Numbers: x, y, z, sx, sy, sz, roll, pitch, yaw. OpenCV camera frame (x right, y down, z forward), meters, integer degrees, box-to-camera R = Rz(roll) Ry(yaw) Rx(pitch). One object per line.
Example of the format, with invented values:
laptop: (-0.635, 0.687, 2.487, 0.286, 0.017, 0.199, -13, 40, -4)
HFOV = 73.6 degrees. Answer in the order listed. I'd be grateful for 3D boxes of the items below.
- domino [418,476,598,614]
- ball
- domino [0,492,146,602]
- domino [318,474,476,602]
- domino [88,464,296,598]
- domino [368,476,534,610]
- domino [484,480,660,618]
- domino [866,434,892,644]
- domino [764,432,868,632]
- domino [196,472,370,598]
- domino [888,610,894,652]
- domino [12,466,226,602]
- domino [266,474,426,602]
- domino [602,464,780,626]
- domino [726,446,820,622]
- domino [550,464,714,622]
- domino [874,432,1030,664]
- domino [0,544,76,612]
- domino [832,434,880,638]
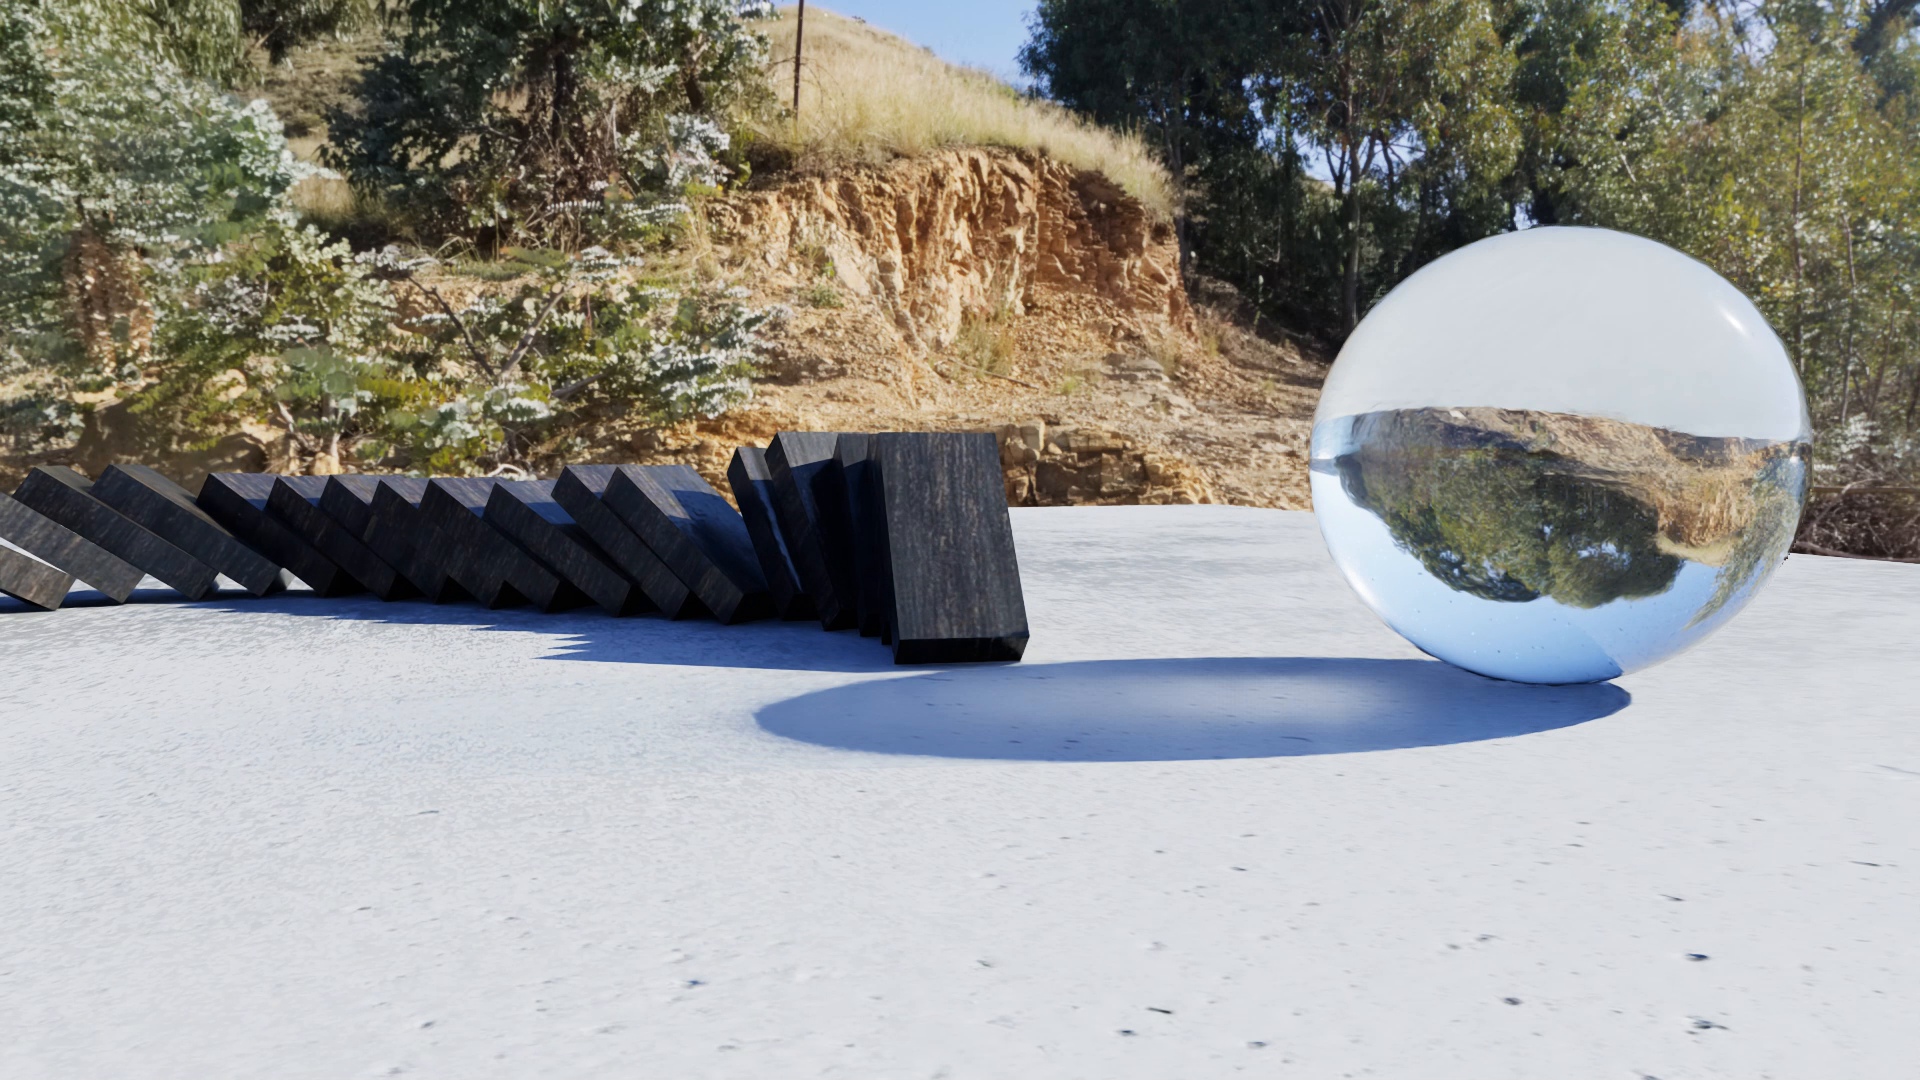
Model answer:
domino: (-0.115, 0.000, 0.339, 0.050, 0.009, 0.025, 34, 17, 20)
ball: (0.103, -0.014, 0.226, 0.080, 0.080, 0.080, 0, 4, 0)
domino: (-0.242, -0.002, 0.336, 0.050, 0.010, 0.025, 41, -22, -31)
domino: (-0.151, -0.001, 0.357, 0.050, 0.009, 0.025, 34, 15, 19)
domino: (-0.211, -0.003, 0.357, 0.050, 0.009, 0.025, 35, -6, -13)
domino: (-0.132, 0.000, 0.347, 0.050, 0.009, 0.025, 34, 17, 20)
domino: (-0.096, 0.001, 0.332, 0.050, 0.010, 0.025, 33, 17, 20)
domino: (-0.006, -0.001, 0.284, 0.025, 0.050, 0.010, -1, -35, -10)
domino: (-0.027, -0.003, 0.306, 0.025, 0.050, 0.010, -3, -32, -34)
domino: (-0.189, -0.002, 0.367, 0.050, 0.009, 0.025, 33, 10, 12)
domino: (-0.003, 0.000, 0.272, 0.025, 0.050, 0.009, 0, -35, -10)
domino: (-0.227, -0.002, 0.350, 0.050, 0.010, 0.025, 36, -8, -19)
domino: (-0.168, -0.001, 0.362, 0.050, 0.009, 0.025, 34, 16, 17)
domino: (-0.063, 0.000, 0.319, 0.050, 0.009, 0.025, 42, 24, 22)
domino: (-0.038, -0.002, 0.318, 0.025, 0.009, 0.050, 1, 46, -32)
domino: (-0.078, 0.000, 0.326, 0.050, 0.009, 0.025, 41, 22, 21)
domino: (-0.003, 0.001, 0.260, 0.025, 0.050, 0.010, -1, -35, -11)
domino: (-0.252, 0.002, 0.319, 0.025, 0.009, 0.050, 4, -26, 40)
domino: (-0.013, -0.002, 0.296, 0.025, 0.050, 0.010, -1, -34, -16)
